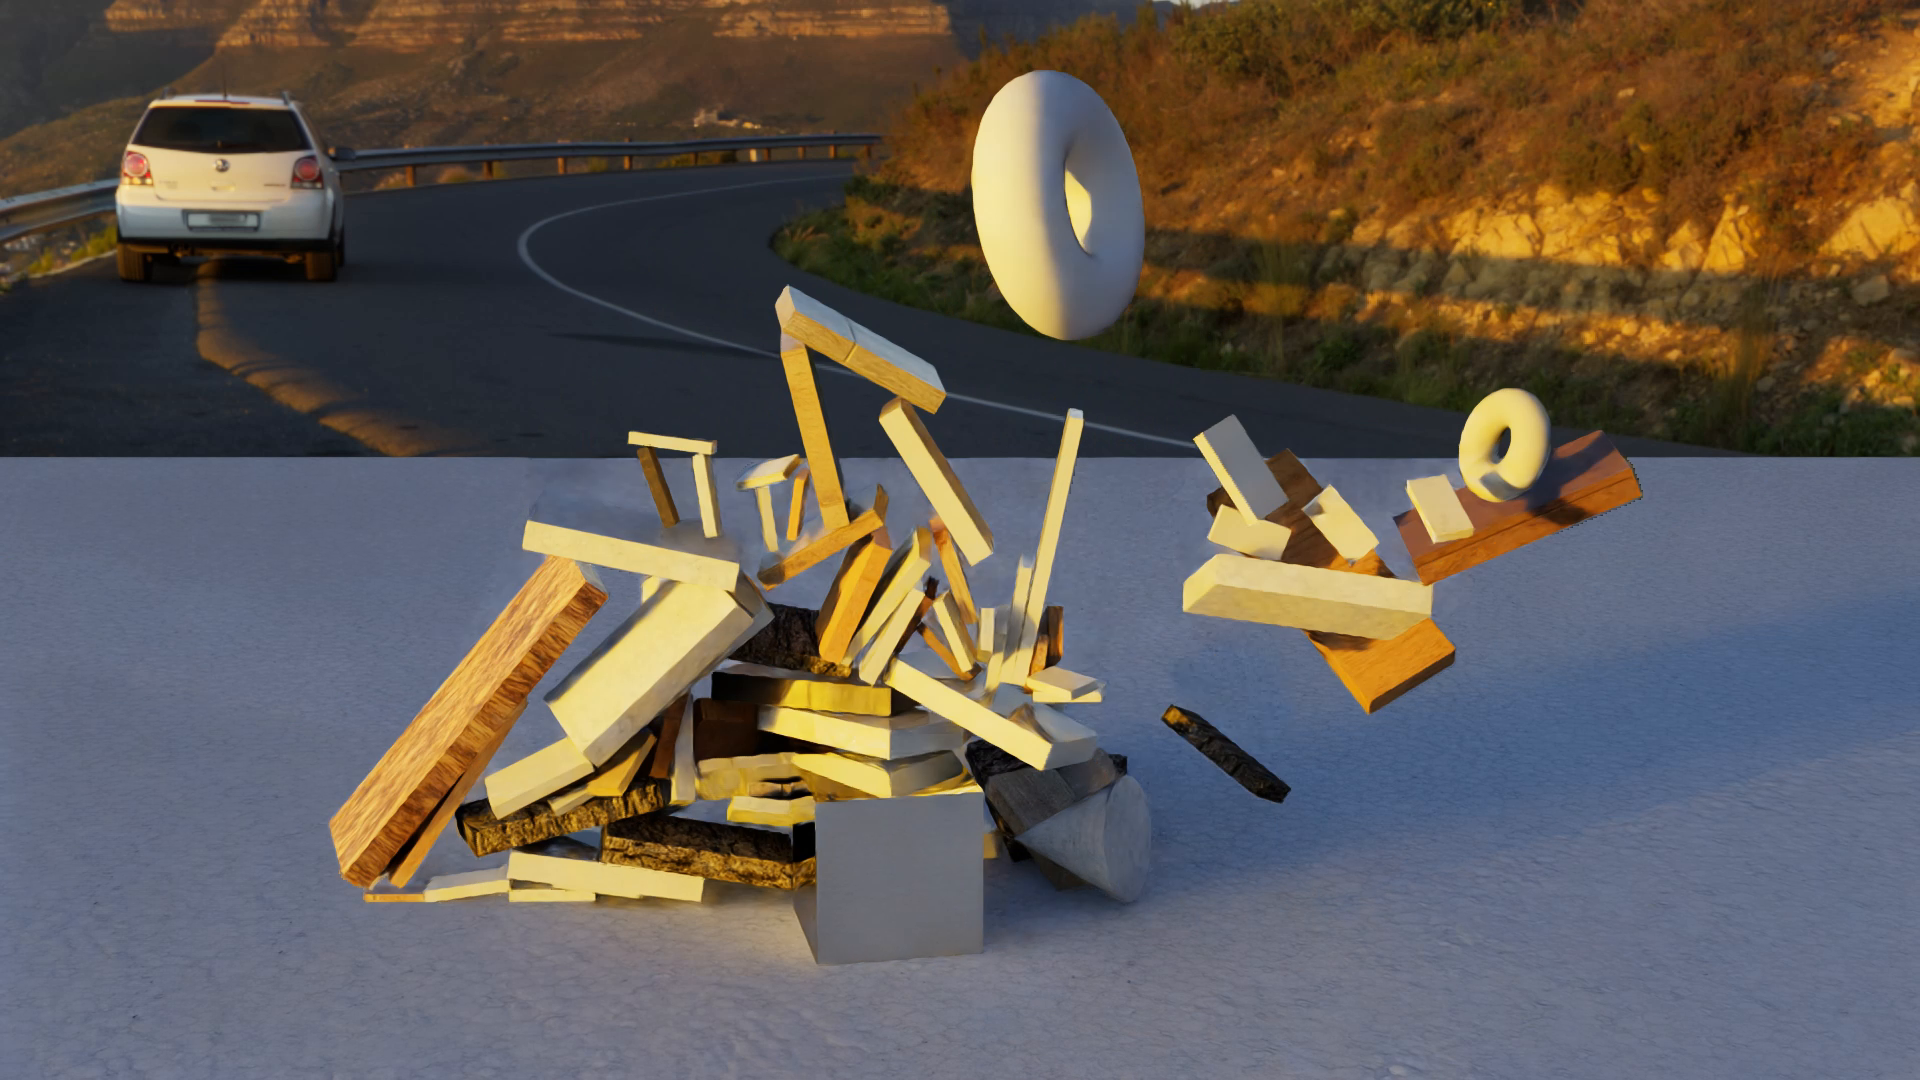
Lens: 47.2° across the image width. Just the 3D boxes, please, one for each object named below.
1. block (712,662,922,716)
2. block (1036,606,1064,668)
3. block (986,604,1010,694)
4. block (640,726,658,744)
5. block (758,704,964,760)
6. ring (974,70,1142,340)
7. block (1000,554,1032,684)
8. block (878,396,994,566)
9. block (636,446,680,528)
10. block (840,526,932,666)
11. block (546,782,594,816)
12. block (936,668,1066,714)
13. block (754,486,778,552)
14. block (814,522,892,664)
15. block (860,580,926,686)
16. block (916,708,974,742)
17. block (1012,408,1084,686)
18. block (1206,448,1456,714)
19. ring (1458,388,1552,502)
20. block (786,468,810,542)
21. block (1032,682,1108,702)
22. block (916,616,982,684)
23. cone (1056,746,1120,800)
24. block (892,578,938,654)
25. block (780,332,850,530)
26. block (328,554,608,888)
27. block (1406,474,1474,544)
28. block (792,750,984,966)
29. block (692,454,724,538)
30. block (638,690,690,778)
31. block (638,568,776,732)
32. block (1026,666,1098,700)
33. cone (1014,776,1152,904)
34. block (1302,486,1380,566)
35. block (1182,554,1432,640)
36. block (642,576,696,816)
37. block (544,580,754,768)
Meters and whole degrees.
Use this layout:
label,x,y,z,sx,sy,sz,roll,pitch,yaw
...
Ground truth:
label,x,y,z,sx,sy,sz,roll,pitch,yaw
block,-0.236,0.249,3.726,0.329,0.047,0.164,4,6,21
block,0.147,0.164,3.628,0.023,0.082,0.164,1,-13,-5
block,0.061,0.177,3.564,0.020,0.138,0.069,8,41,0
block,-0.564,0.354,3.646,0.062,0.124,0.018,43,-4,44
block,-0.168,0.306,3.655,0.164,0.047,0.328,-5,8,-44
ring,0.145,-0.480,3.160,0.129,0.388,0.388,-6,6,29
block,0.090,0.128,3.558,0.020,0.196,0.069,10,15,0
block,-0.037,-0.099,3.545,0.039,0.278,0.139,-31,10,8
block,-0.486,-0.087,3.542,0.019,0.133,0.067,-19,6,1
block,-0.128,0.092,3.615,0.025,0.255,0.087,27,32,-21
block,-0.617,0.398,3.594,0.124,0.018,0.062,-29,44,-17
block,0.086,0.335,4.513,0.244,0.122,0.035,15,28,-19
block,-0.314,-0.034,3.572,0.015,0.105,0.053,-9,3,-14
block,-0.177,0.079,3.614,0.032,0.226,0.113,18,24,-19
block,-0.112,0.148,3.610,0.025,0.175,0.087,29,9,-9
block,-0.094,0.390,4.653,0.244,0.035,0.122,3,11,15
block,0.140,0.012,3.532,0.023,0.445,0.082,12,14,-1
block,0.655,0.067,3.919,0.179,0.051,0.502,-30,60,-9
ring,0.850,-0.148,3.431,0.061,0.182,0.182,12,4,-26
block,-0.260,-0.057,3.540,0.015,0.105,0.053,11,21,4
block,0.179,0.247,3.578,0.112,0.016,0.056,-1,14,15
block,-0.018,0.180,3.622,0.123,0.017,0.062,47,17,4
cone,0.274,0.489,3.972,0.195,0.195,0.195,26,-8,-38
block,-0.075,0.124,3.614,0.017,0.123,0.062,28,29,-9
block,-0.230,-0.180,3.502,0.039,0.300,0.139,-13,21,1
block,-0.808,0.281,3.594,0.048,0.620,0.170,38,5,-33
block,0.716,-0.047,3.281,0.060,0.017,0.121,-10,45,-7
block,-0.118,0.494,3.477,0.260,0.260,0.260,-2,11,-12
block,-0.406,-0.073,3.544,0.019,0.133,0.067,-9,4,4
block,-0.512,0.265,3.692,0.035,0.246,0.123,15,0,-45
block,-0.469,0.202,3.587,0.365,0.032,0.113,-40,43,1
block,0.161,0.226,3.471,0.056,0.016,0.112,-21,21,-33
cone,0.183,0.498,3.668,0.209,0.209,0.209,-3,8,26
block,0.613,-0.023,3.537,0.060,0.121,0.017,-41,7,6
block,0.559,0.094,3.551,0.358,0.051,0.179,8,-17,-9
block,-0.499,0.255,3.757,0.035,0.413,0.123,7,-21,-29
block,-0.506,0.194,3.558,0.339,0.048,0.170,-43,42,-3
